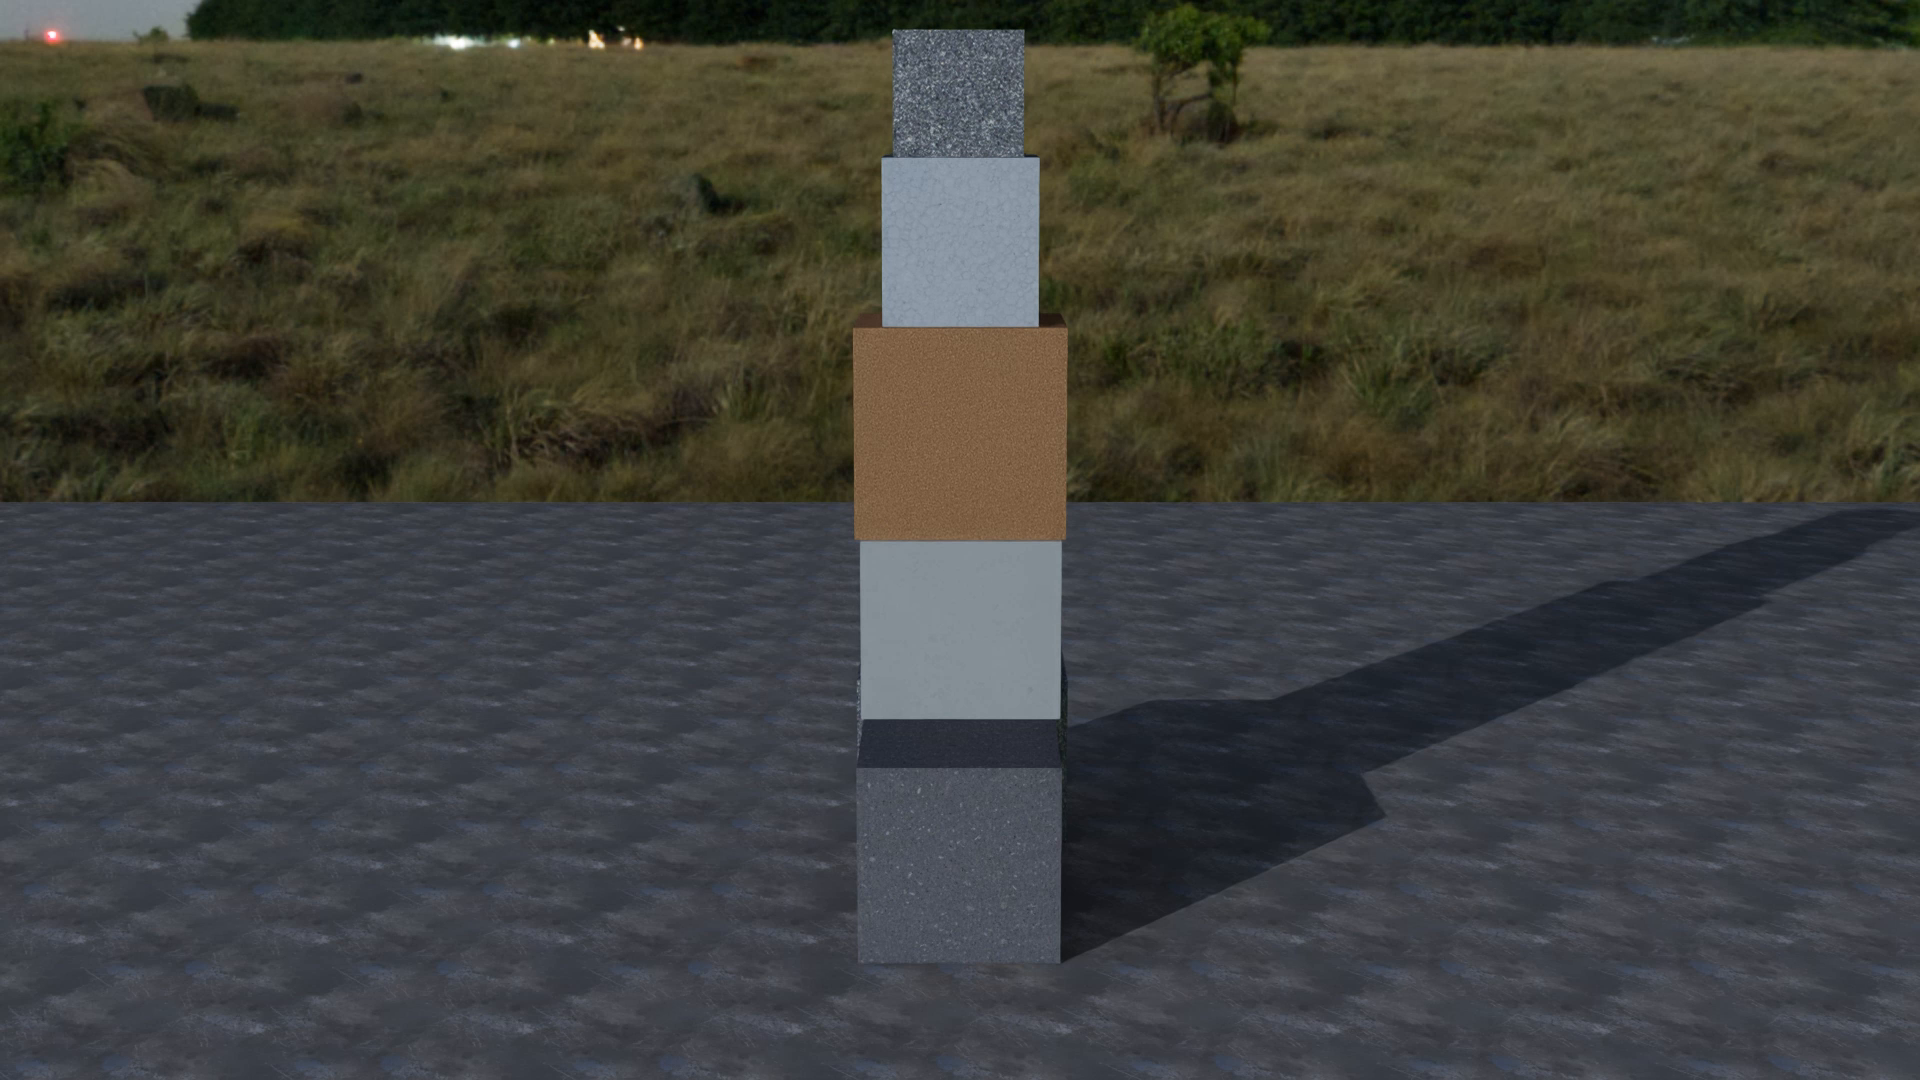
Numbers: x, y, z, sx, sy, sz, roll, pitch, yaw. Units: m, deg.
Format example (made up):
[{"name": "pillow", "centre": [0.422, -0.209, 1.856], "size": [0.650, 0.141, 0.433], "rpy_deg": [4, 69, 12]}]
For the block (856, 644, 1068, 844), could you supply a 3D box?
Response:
[{"name": "block", "centre": [0.010, 0.950, 12.171], "size": [0.961, 0.776, 0.811], "rpy_deg": [0, 10, 0]}]

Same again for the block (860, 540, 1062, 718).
[{"name": "block", "centre": [0.004, 0.312, 11.243], "size": [0.845, 0.763, 0.867], "rpy_deg": [0, 9, 0]}]

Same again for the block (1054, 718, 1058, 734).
[{"name": "block", "centre": [0.009, 1.131, 11.396], "size": [0.821, 0.697, 0.761], "rpy_deg": [0, 10, 0]}]

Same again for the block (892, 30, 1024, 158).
[{"name": "block", "centre": [-0.006, -1.890, 10.880], "size": [0.543, 0.521, 0.519], "rpy_deg": [0, 9, 0]}]

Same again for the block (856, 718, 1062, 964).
[{"name": "block", "centre": [-0.003, 1.221, 10.594], "size": [0.809, 0.807, 0.830], "rpy_deg": [0, 10, 0]}]

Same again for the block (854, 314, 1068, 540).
[{"name": "block", "centre": [0.001, -0.504, 11.109], "size": [0.891, 0.891, 0.766], "rpy_deg": [0, 9, 0]}]

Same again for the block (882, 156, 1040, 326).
[{"name": "block", "centre": [0.002, -1.288, 10.980], "size": [0.652, 0.699, 0.657], "rpy_deg": [0, 9, 0]}]
